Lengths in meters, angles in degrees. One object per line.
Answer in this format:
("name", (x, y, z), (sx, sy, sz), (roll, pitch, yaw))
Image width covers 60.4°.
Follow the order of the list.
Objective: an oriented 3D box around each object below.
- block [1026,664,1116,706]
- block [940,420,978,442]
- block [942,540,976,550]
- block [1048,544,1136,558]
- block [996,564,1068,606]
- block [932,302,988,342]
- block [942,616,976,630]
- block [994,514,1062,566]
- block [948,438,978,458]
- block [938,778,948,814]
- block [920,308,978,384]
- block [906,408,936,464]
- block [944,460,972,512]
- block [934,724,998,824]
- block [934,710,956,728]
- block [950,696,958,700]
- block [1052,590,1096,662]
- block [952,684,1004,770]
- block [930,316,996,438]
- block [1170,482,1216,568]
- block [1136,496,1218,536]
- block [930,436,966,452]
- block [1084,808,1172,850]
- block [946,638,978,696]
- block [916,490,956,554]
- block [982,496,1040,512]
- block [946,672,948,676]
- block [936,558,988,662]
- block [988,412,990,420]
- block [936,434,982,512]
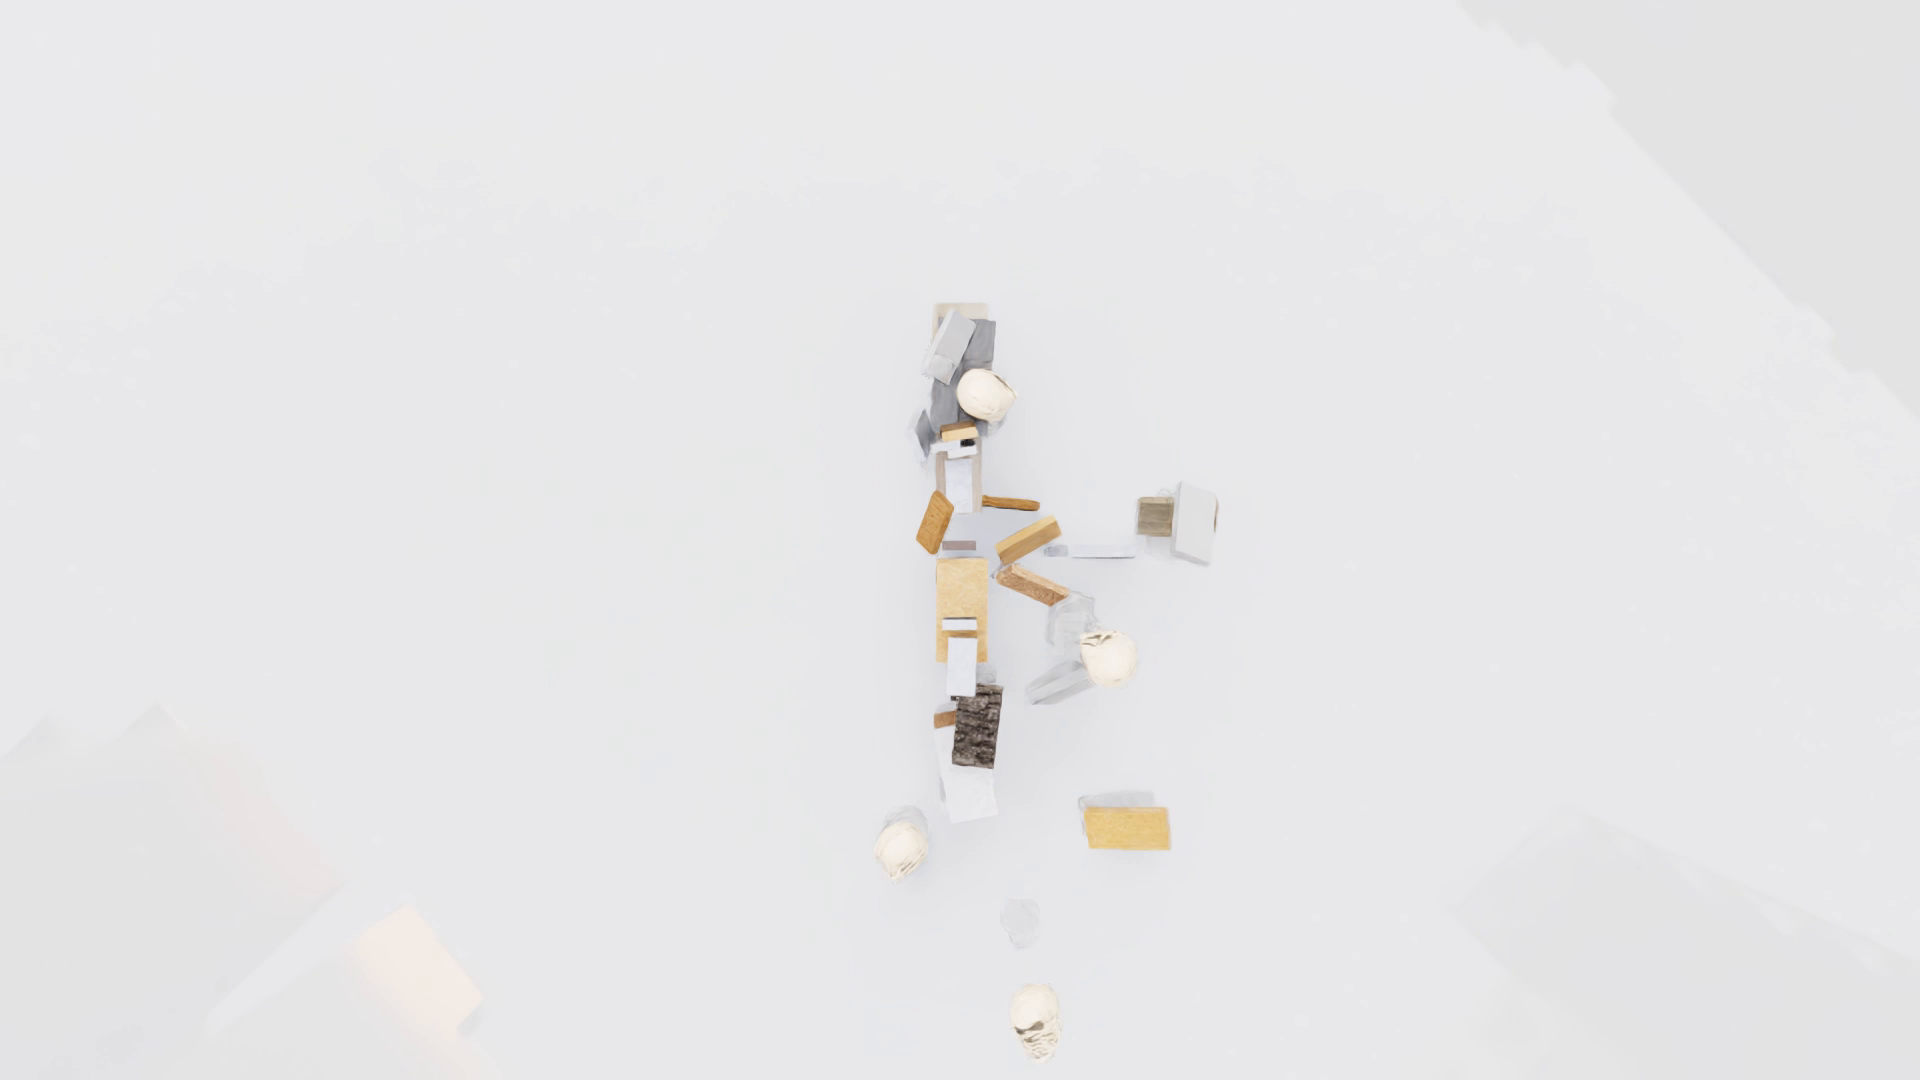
("block", (0.359, 0.471, 5.355), (0.266, 0.133, 0.038), (-29, 68, 31))
("block", (-0.006, -0.330, 4.986), (0.104, 0.208, 0.029), (-10, 100, -1))
("block", (-0.001, 0.018, 5.390), (0.110, 0.220, 0.031), (-1, 90, 0))
("block", (0.433, 0.039, 5.384), (0.257, 0.128, 0.036), (1, 87, -27))
("block", (0.224, 0.141, 5.126), (0.204, 0.102, 0.029), (24, 60, -20))
("block", (0.003, -0.691, 5.326), (0.180, 0.359, 0.051), (-1, 114, 0))
("block", (-0.001, 0.254, 5.029), (0.102, 0.204, 0.029), (0, 90, 0))
("block", (0.226, 0.000, 5.441), (0.220, 0.110, 0.031), (-29, 62, -2))
("block", (0.004, -0.281, 5.042), (0.087, 0.254, 0.025), (-10, 99, 0))
("block", (0.010, 0.810, 5.350), (0.149, 0.298, 0.042), (-15, 97, 0))
("block", (-0.035, -0.591, 5.051), (0.104, 0.029, 0.208), (26, 88, -42))
("block", (-0.118, -0.318, 4.988), (0.029, 0.208, 0.104), (-15, 110, 13))
("block", (-0.003, -0.163, 4.997), (0.080, 0.023, 0.159), (-2, 90, 0))
("block", (0.018, 0.727, 5.178), (0.149, 0.042, 0.298), (-11, 90, 0))
("block", (-0.007, 0.606, 5.350), (0.149, 0.298, 0.042), (-10, 97, 0))
("block", (0.002, 0.454, 5.355), (0.068, 0.019, 0.135), (0, 90, 0))
("block", (0.358, 0.270, 5.189), (0.102, 0.029, 0.204), (16, 100, 38))
("block", (0.053, 0.574, 5.096), (0.133, 0.038, 0.266), (6, 109, 0))
("block", (0.008, -0.506, 5.122), (0.180, 0.051, 0.359), (5, 88, 0))
("block", (0.734, -0.050, 5.190), (0.128, 0.036, 0.257), (20, 58, -17))
("block", (0.717, -0.075, 5.449), (0.257, 0.036, 0.128), (2, 124, 1))
("block", (-0.036, -0.298, 5.010), (0.087, 0.175, 0.025), (-10, 101, 7))
("block", (0.543, 0.934, 5.339), (0.266, 0.038, 0.133), (-3, 106, 17))
("block", (0.005, 0.380, 4.947), (0.086, 0.024, 0.172), (3, 90, 0))
("block", (-0.076, -0.052, 5.010), (0.025, 0.087, 0.175), (-3, 126, -39))
("block", (0.139, -0.122, 5.409), (0.220, 0.110, 0.031), (6, 89, 21))
("block", (0.002, 0.427, 5.152), (0.086, 0.387, 0.024), (0, 88, 0))
("block", (0.006, 0.220, 5.154), (0.162, 0.046, 0.323), (0, 90, 0))
("block", (0.003, -0.461, 5.323), (0.180, 0.359, 0.051), (0, 110, 0))
("block", (-0.004, -0.233, 5.190), (0.145, 0.041, 0.290), (0, 90, 0))
